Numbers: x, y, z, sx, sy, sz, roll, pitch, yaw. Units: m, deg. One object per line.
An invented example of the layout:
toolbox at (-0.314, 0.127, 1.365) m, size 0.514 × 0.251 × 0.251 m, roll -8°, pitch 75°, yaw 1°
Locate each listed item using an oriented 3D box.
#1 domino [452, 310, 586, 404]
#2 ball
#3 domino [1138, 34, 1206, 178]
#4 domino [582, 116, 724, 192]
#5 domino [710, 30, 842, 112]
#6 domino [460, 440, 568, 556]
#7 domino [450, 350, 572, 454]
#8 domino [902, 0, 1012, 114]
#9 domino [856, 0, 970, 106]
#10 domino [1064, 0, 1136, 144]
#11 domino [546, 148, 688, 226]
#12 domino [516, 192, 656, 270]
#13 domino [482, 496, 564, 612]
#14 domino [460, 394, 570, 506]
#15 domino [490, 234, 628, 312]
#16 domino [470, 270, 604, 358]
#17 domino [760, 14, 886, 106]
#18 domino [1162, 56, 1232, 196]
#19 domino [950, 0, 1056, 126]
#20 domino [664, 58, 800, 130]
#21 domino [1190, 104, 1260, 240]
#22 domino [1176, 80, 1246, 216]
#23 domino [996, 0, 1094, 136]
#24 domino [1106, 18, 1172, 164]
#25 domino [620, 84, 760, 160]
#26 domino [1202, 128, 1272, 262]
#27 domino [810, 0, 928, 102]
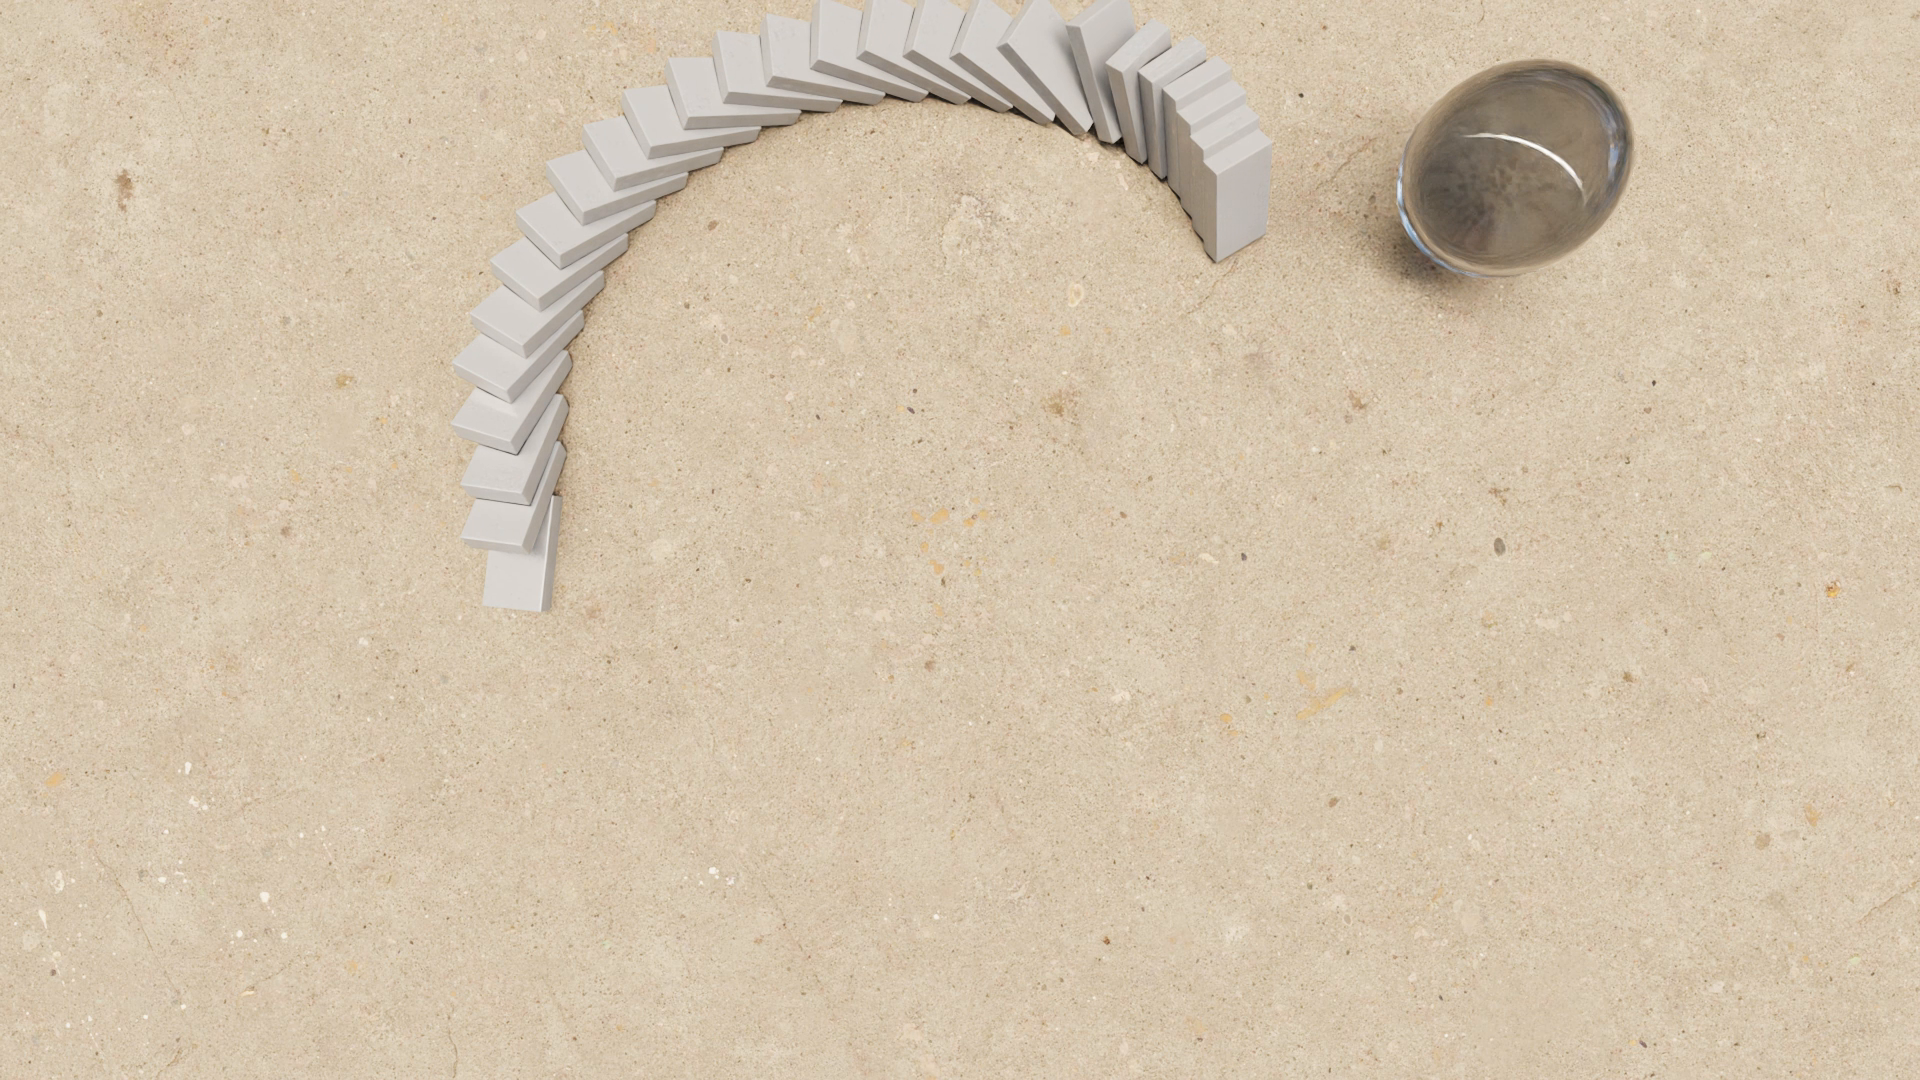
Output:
domino at (-0.184, -0.083, 0.383) m, size 0.025 × 0.009 × 0.050 m, roll 28°, pitch 60°, yaw 0°
ball at (0.216, -0.144, 0.360) m, size 0.080 × 0.080 × 0.080 m, roll 0°, pitch 90°, yaw 0°
domino at (0.088, -0.176, 0.376) m, size 0.025 × 0.050 × 0.010 m, roll -34°, pitch 61°, yaw 0°
domino at (-0.128, -0.165, 0.383) m, size 0.050 × 0.010 × 0.025 m, roll -32°, pitch 90°, yaw -31°
domino at (-0.076, -0.195, 0.383) m, size 0.050 × 0.009 × 0.025 m, roll -11°, pitch 90°, yaw -31°
domino at (-0.186, -0.020, 0.385) m, size 0.025 × 0.010 × 0.050 m, roll 8°, pitch 64°, yaw 0°
domino at (-0.186, -0.061, 0.383) m, size 0.025 × 0.010 × 0.050 m, roll 17°, pitch 59°, yaw 0°
domino at (0.003, -0.203, 0.383) m, size 0.050 × 0.009 × 0.025 m, roll 15°, pitch 90°, yaw -31°
domino at (-0.017, -0.205, 0.383) m, size 0.050 × 0.010 × 0.025 m, roll 9°, pitch 90°, yaw -31°
domino at (0.063, -0.194, 0.377) m, size 0.025 × 0.050 × 0.009 m, roll -40°, pitch 45°, yaw -8°
domino at (-0.143, -0.153, 0.383) m, size 0.050 × 0.009 × 0.025 m, roll -37°, pitch 90°, yaw -31°
domino at (-0.155, -0.136, 0.383) m, size 0.025 × 0.009 × 0.050 m, roll 44°, pitch 59°, yaw 0°
domino at (-0.188, 0.004, 0.395) m, size 0.025 × 0.010 × 0.050 m, roll 6°, pitch 90°, yaw 0°
domino at (-0.185, -0.040, 0.384) m, size 0.025 × 0.010 × 0.050 m, roll 8°, pitch 61°, yaw 0°
domino at (-0.167, -0.120, 0.383) m, size 0.025 × 0.009 × 0.050 m, roll 39°, pitch 60°, yaw 0°
domino at (-0.176, -0.101, 0.383) m, size 0.025 × 0.009 × 0.050 m, roll 32°, pitch 60°, yaw 0°
domino at (-0.057, -0.200, 0.383) m, size 0.050 × 0.010 × 0.025 m, roll -6°, pitch 90°, yaw -31°
domino at (0.097, -0.168, 0.376) m, size 0.025 × 0.050 × 0.010 m, roll -30°, pitch 61°, yaw 0°
domino at (0.022, -0.200, 0.383) m, size 0.050 × 0.009 × 0.025 m, roll 21°, pitch 90°, yaw -31°
domino at (-0.095, -0.187, 0.383) m, size 0.050 × 0.010 × 0.025 m, roll -19°, pitch 90°, yaw -31°
domino at (0.108, -0.149, 0.376) m, size 0.025 × 0.050 × 0.010 m, roll -30°, pitch 61°, yaw 0°
domino at (0.103, -0.159, 0.376) m, size 0.025 × 0.050 × 0.009 m, roll -30°, pitch 61°, yaw 0°
domino at (0.041, -0.198, 0.382) m, size 0.050 × 0.009 × 0.025 m, roll 35°, pitch 85°, yaw -31°
domino at (0.077, -0.183, 0.376) m, size 0.025 × 0.050 × 0.009 m, roll -44°, pitch 62°, yaw 0°
domino at (-0.112, -0.177, 0.383) m, size 0.050 × 0.009 × 0.025 m, roll -26°, pitch 90°, yaw -31°
domino at (0.113, -0.140, 0.376) m, size 0.025 × 0.050 × 0.010 m, roll -30°, pitch 61°, yaw 0°
domino at (-0.037, -0.204, 0.383) m, size 0.050 × 0.009 × 0.025 m, roll 2°, pitch 90°, yaw -31°
